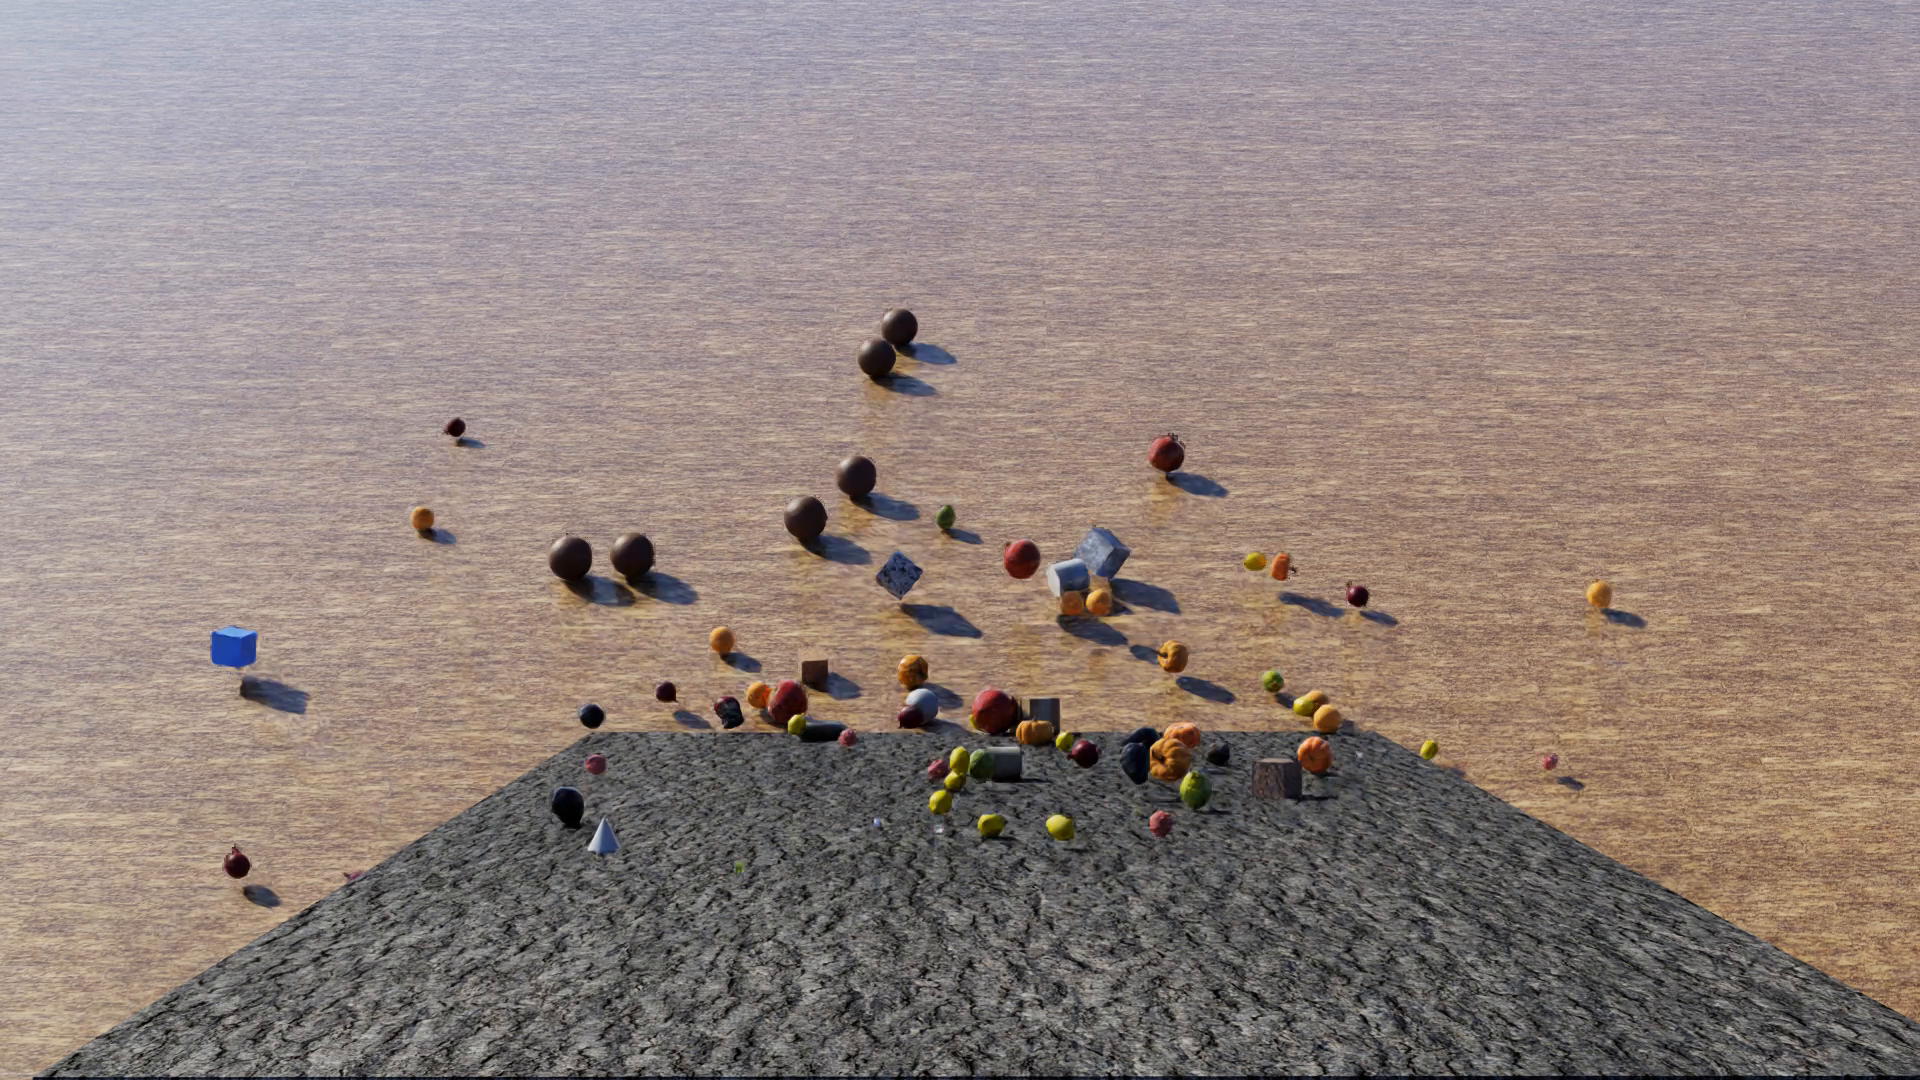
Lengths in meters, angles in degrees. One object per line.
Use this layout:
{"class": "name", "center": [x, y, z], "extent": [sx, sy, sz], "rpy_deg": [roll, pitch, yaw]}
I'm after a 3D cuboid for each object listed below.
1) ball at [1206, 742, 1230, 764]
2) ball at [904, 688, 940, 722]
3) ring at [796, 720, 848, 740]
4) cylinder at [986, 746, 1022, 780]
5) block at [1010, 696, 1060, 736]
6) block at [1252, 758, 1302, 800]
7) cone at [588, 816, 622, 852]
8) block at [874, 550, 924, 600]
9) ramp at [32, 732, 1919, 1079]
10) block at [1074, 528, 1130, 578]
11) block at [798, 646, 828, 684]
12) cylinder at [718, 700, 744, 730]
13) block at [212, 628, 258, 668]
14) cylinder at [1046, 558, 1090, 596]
{"class": "ball", "center": [0.576, 0.474, 5.754], "extent": [0.052, 0.052, 0.052], "rpy_deg": [0, 28, 0]}
{"class": "ball", "center": [-0.100, 0.436, 6.801], "extent": [0.090, 0.090, 0.090], "rpy_deg": [0, 28, 0]}
{"class": "ring", "center": [-0.344, 0.472, 6.409], "extent": [0.130, 0.043, 0.130], "rpy_deg": [1, 1, 0]}
{"class": "cylinder", "center": [0.092, 0.469, 5.433], "extent": [0.069, 0.069, 0.069], "rpy_deg": [2, 28, -4]}
{"class": "block", "center": [0.189, 0.445, 6.553], "extent": [0.091, 0.091, 0.091], "rpy_deg": [0, 1, -31]}
{"class": "block", "center": [0.630, 0.473, 5.126], "extent": [0.071, 0.071, 0.071], "rpy_deg": [1, 1, 39]}
{"class": "cone", "center": [-0.596, 0.491, 4.334], "extent": [0.057, 0.057, 0.057], "rpy_deg": [0, 1, 0]}
{"class": "block", "center": [-0.175, 0.101, 7.343], "extent": [0.096, 0.096, 0.096], "rpy_deg": [39, -9, 1]}
{"class": "ramp", "center": [0.063, 0.565, 4.605], "extent": [2.000, 0.100, 4.000], "rpy_deg": [0, 1, 0]}
{"class": "block", "center": [0.412, 0.038, 7.473], "extent": [0.098, 0.098, 0.098], "rpy_deg": [44, 17, 31]}
{"class": "block", "center": [-0.399, 0.340, 7.005], "extent": [0.069, 0.069, 0.069], "rpy_deg": [-5, 28, -9]}
{"class": "cylinder", "center": [-0.584, 0.446, 6.586], "extent": [0.054, 0.054, 0.054], "rpy_deg": [-12, 69, -22]}
{"class": "block", "center": [-1.963, 0.291, 6.987], "extent": [0.084, 0.084, 0.084], "rpy_deg": [9, 11, 15]}
{"class": "cylinder", "center": [0.310, 0.107, 7.408], "extent": [0.092, 0.092, 0.092], "rpy_deg": [-15, 31, -18]}
